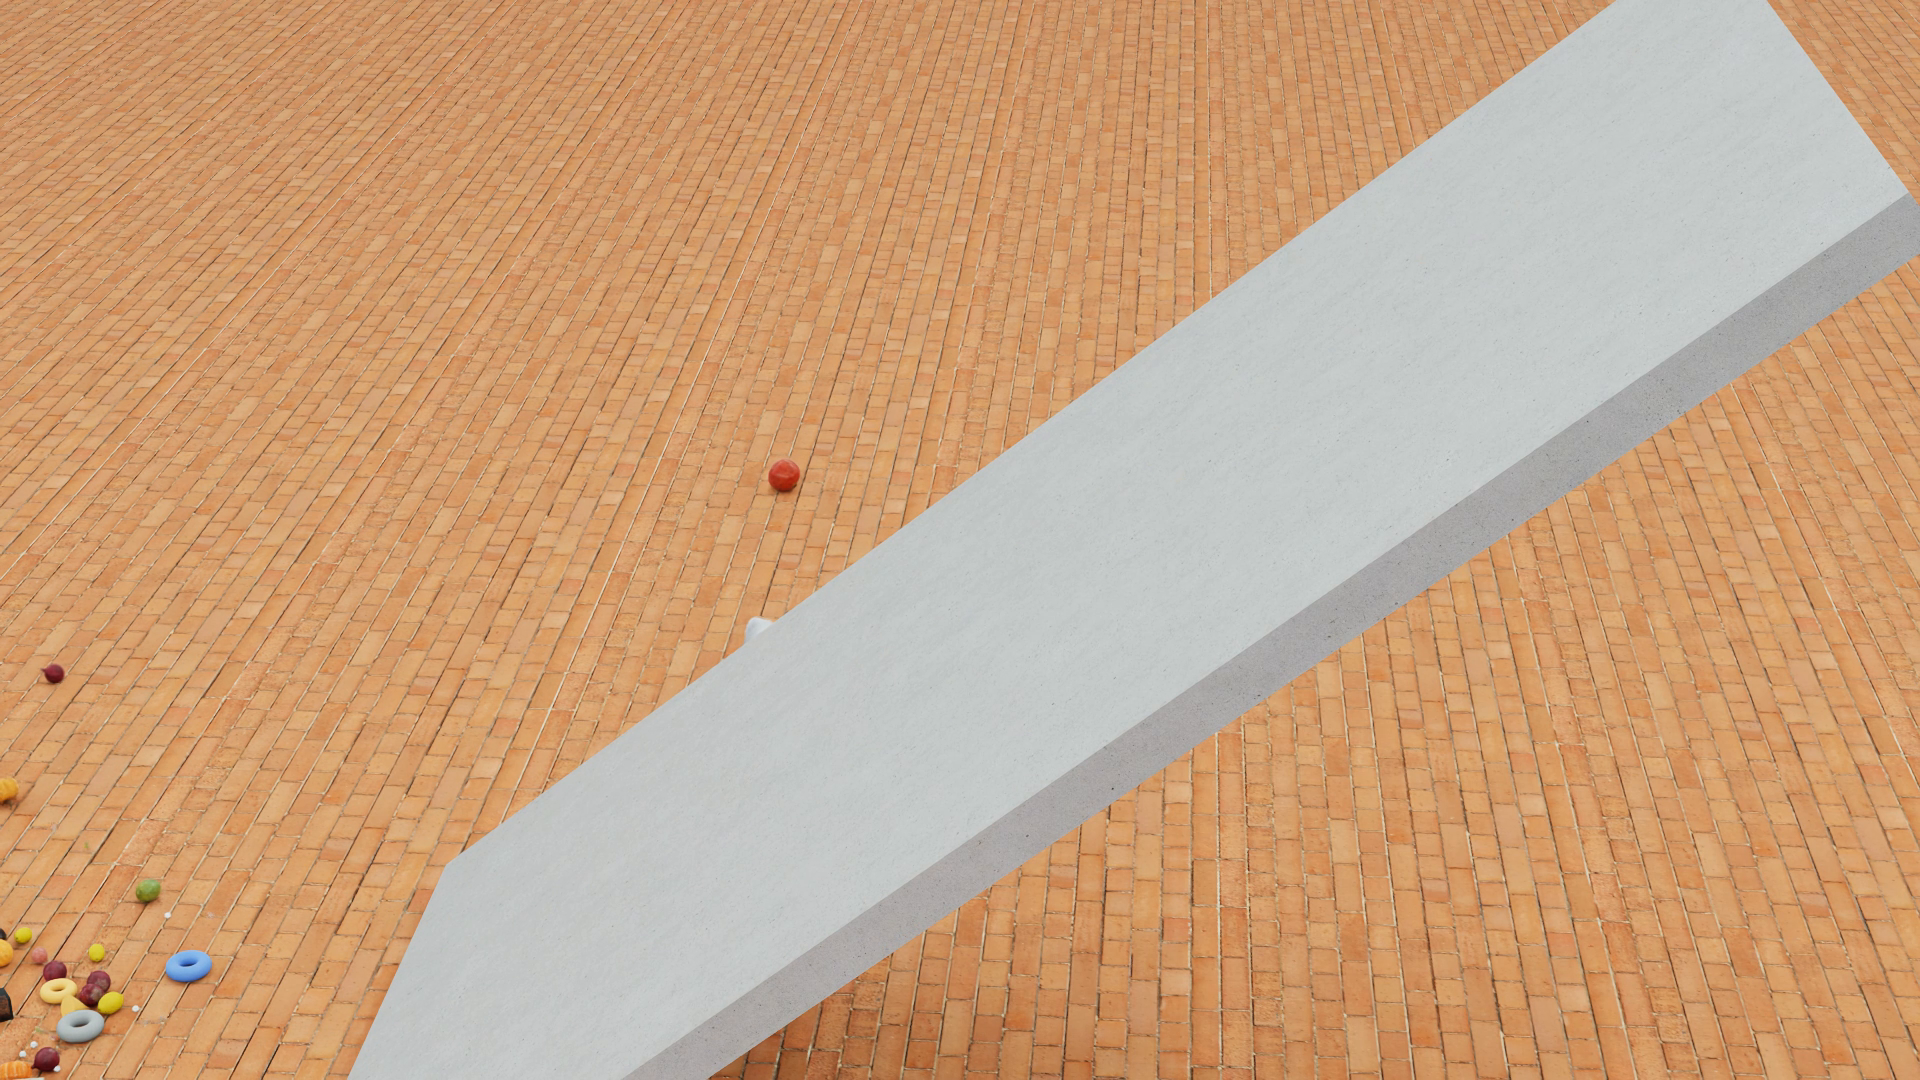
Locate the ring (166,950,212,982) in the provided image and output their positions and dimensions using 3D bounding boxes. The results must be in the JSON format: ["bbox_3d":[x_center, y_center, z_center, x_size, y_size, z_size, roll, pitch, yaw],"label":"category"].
[{"bbox_3d":[-1.970,1.088,7.510,0.116,0.039,0.116,0,25,0],"label":"ring"}]

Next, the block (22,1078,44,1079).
[{"bbox_3d":[-2.197,1.326,6.916,0.084,0.084,0.084,-3,24,-7],"label":"block"}]

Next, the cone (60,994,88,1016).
[{"bbox_3d":[-2.199,1.168,7.342,0.063,0.063,0.063,24,7,42],"label":"cone"}]

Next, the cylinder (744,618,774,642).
[{"bbox_3d":[-0.611,0.298,9.224,0.093,0.093,0.093,12,27,26],"label":"cylinder"}]

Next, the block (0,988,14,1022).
[{"bbox_3d":[-2.397,1.161,7.318,0.060,0.060,0.060,-15,28,-30],"label":"block"}]

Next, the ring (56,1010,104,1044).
[{"bbox_3d":[-2.170,1.200,7.257,0.116,0.039,0.116,-1,25,0],"label":"ring"}]

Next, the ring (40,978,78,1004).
[{"bbox_3d":[-2.271,1.136,7.410,0.092,0.031,0.092,1,25,0],"label":"ring"}]

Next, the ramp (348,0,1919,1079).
[{"bbox_3d":[0.119,0.186,6.344,4.000,0.100,2.000,-36,16,18],"label":"ramp"}]
